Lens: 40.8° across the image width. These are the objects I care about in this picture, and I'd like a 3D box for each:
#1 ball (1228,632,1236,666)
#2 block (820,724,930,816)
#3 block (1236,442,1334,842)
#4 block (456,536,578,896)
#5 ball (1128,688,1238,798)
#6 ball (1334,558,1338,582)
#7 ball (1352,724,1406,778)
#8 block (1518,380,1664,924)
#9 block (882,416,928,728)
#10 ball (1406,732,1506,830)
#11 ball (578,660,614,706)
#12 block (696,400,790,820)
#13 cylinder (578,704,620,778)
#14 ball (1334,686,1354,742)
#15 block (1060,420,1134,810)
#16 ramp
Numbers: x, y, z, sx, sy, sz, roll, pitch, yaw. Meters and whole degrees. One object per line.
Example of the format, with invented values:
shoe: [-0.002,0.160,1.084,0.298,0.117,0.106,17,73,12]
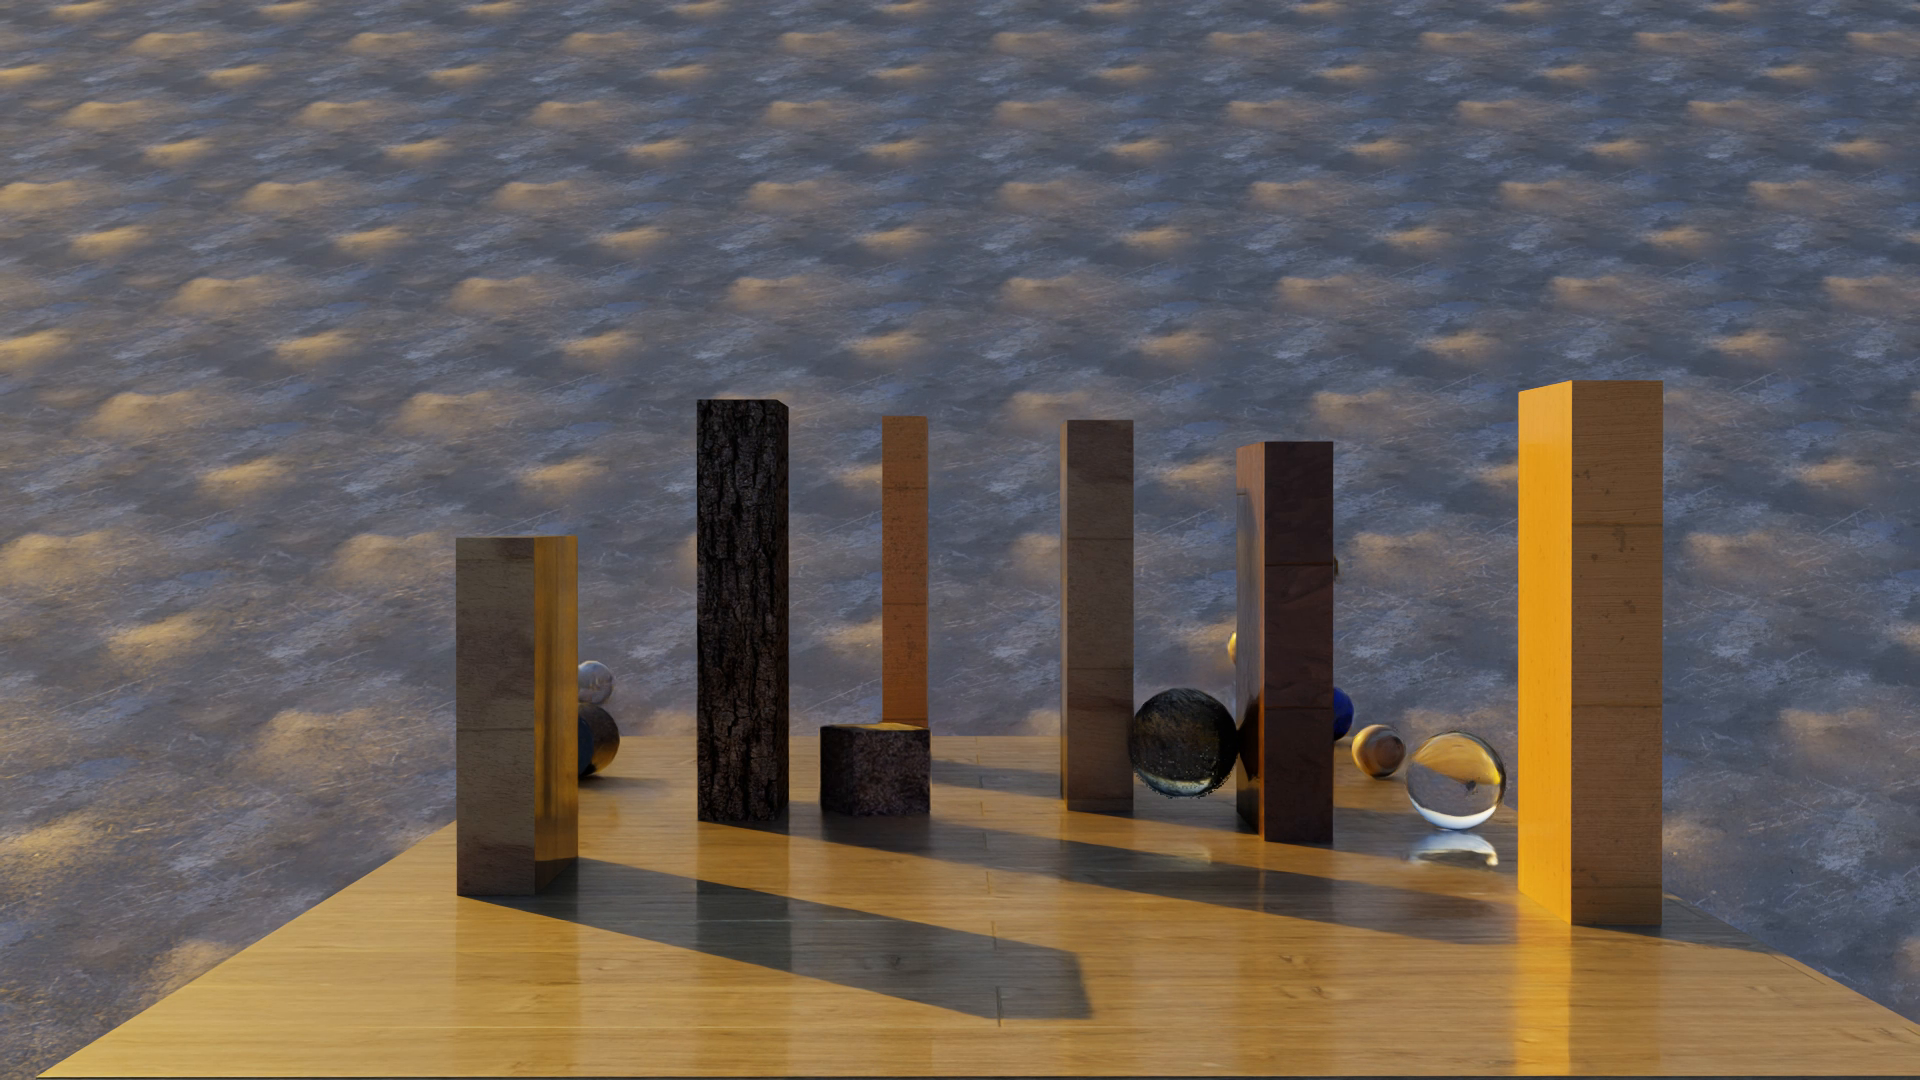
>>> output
ball: [0.801,0.296,7.035,0.140,0.140,0.140,0,28,0]
block: [-0.164,0.439,4.961,0.159,0.159,0.159,0,1,-26]
block: [0.588,0.174,4.707,0.119,0.694,0.445,0,1,0]
block: [-0.693,0.261,4.072,0.116,0.534,0.441,0,1,0]
ball: [0.424,0.384,4.904,0.208,0.208,0.208,0,28,0]
ball: [1.018,0.084,7.430,0.137,0.137,0.137,0,28,0]
ball: [0.903,0.455,5.573,0.114,0.114,0.114,0,28,0]
block: [0.907,0.154,3.739,0.126,0.752,0.337,0,1,0]
block: [-0.120,0.120,5.780,0.095,0.780,0.401,0,1,0]
ball: [0.892,0.433,4.649,0.177,0.177,0.177,0,28,0]
ball: [-0.983,0.382,6.896,0.119,0.119,0.119,0,28,0]
block: [-0.414,0.128,4.961,0.147,0.781,0.346,0,1,0]
cylinder: [-0.835,0.435,5.575,0.155,0.155,0.155,7,2,12]
ball: [0.904,0.430,6.405,0.147,0.147,0.147,0,28,0]
block: [0.269,0.143,5.114,0.127,0.748,0.322,0,1,0]
ramp: [0.064,0.572,4.614,2.000,0.100,4.000,0,1,0]
